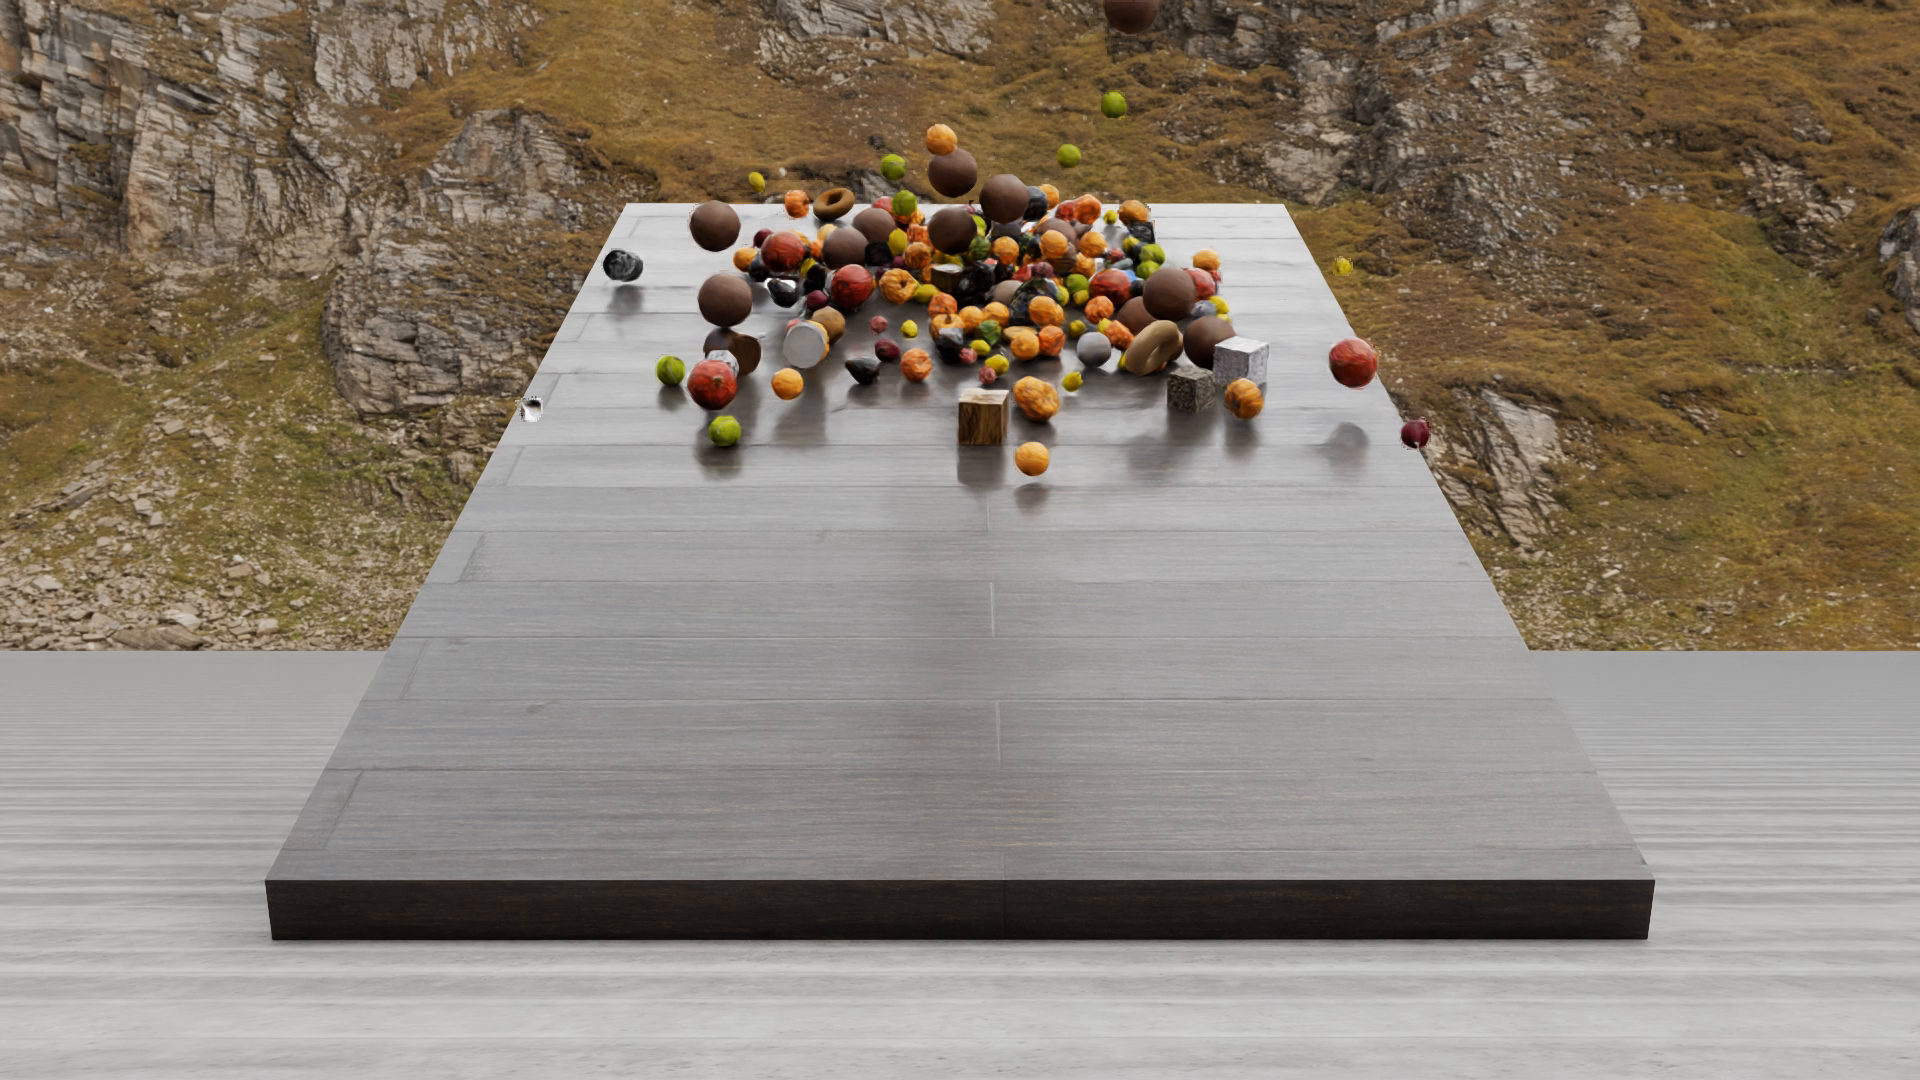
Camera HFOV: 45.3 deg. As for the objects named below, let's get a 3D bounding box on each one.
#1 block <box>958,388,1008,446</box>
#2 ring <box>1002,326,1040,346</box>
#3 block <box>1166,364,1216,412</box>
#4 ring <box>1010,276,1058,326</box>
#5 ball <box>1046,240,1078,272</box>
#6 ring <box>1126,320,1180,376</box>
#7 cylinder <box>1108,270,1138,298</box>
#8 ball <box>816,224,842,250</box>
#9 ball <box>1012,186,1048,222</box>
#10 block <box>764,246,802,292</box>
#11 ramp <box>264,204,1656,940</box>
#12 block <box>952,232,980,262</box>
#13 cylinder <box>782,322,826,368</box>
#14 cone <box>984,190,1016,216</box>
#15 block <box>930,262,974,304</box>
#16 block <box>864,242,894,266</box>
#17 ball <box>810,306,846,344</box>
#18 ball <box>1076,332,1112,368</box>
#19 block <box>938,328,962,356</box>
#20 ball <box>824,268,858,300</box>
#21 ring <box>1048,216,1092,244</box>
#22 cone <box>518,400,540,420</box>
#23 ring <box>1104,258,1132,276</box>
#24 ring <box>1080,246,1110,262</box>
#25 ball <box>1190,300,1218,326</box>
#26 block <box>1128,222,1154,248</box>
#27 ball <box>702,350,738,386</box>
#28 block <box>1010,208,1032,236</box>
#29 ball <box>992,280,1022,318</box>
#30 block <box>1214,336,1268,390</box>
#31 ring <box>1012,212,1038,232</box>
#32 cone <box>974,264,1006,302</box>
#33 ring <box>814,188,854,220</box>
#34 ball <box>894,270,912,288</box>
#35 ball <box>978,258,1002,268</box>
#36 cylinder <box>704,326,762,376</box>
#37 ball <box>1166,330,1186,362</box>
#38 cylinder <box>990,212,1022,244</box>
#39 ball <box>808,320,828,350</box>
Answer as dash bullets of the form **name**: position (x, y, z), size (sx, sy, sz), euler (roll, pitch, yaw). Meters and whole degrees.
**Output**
- **block**: position (0.051, -0.269, 5.035), size (0.095, 0.095, 0.095), euler (4, 23, 9)
- **ring**: position (0.150, -0.505, 5.698), size (0.094, 0.031, 0.094), euler (1, 22, -1)
- **block**: position (0.528, -0.345, 5.245), size (0.079, 0.079, 0.079), euler (19, 29, 38)
- **ring**: position (0.184, -0.596, 5.749), size (0.139, 0.139, 0.046), euler (-2, -28, 42)
- **ball**: position (0.267, -0.746, 6.049), size (0.086, 0.086, 0.086), euler (0, -3, 0)
- **ring**: position (0.436, -0.436, 5.215), size (0.050, 0.149, 0.149), euler (46, 18, 23)
- **cylinder**: position (0.430, -0.679, 6.077), size (0.062, 0.062, 0.062), euler (-1, 19, 25)
- **ball**: position (-0.370, -0.857, 6.504), size (0.070, 0.070, 0.070), euler (0, -3, 0)
- **ball**: position (0.196, -0.929, 6.361), size (0.099, 0.099, 0.099), euler (0, -3, 0)
- **block**: position (-0.469, -0.715, 6.076), size (0.082, 0.082, 0.082), euler (6, -21, -11)
- **ramp**: position (-0.007, -0.222, 5.177), size (2.000, 0.100, 4.000), euler (0, 22, 0)
- **block**: position (0.017, -0.812, 6.361), size (0.057, 0.057, 0.057), euler (10, -21, 18)
- **cylinder**: position (-0.362, -0.454, 5.350), size (0.097, 0.097, 0.097), euler (0, 11, -2)
- **cone**: position (0.119, -0.925, 6.517), size (0.096, 0.096, 0.096), euler (0, -40, 10)
- **block**: position (-0.020, -0.676, 6.049), size (0.080, 0.080, 0.080), euler (-20, 29, -40)
- **block**: position (-0.213, -0.749, 6.032), size (0.051, 0.051, 0.051), euler (-1, -9, -44)
- **ball**: position (-0.327, -0.530, 5.679), size (0.090, 0.090, 0.090), euler (0, -3, 0)
- **ball**: position (0.321, -0.456, 5.506), size (0.085, 0.085, 0.085), euler (0, -3, 0)
- **block**: position (-0.023, -0.482, 5.609), size (0.054, 0.054, 0.054), euler (1, 22, 2)
- **ball**: position (-0.312, -0.671, 6.029), size (0.085, 0.085, 0.085), euler (0, -3, 0)
- **ring**: position (0.312, -0.869, 6.512), size (0.137, 0.046, 0.137), euler (-27, 19, 10)
- **cone**: position (-0.954, -0.293, 5.037), size (0.050, 0.050, 0.050), euler (26, 13, 34)
- **ring**: position (0.417, -0.716, 6.036), size (0.080, 0.027, 0.080), euler (-26, 7, 3)
- **ring**: position (0.377, -0.798, 6.417), size (0.087, 0.029, 0.087), euler (-1, 23, 0)
- **ball**: position (0.617, -0.573, 5.819), size (0.067, 0.067, 0.067), euler (0, -3, 0)
- **block**: position (0.512, -0.861, 6.502), size (0.060, 0.060, 0.060), euler (-3, -8, -8)
- **ball**: position (-0.560, -0.401, 5.364), size (0.088, 0.088, 0.088), euler (0, -3, 0)
- **block**: position (0.171, -0.928, 6.678), size (0.071, 0.071, 0.071), euler (5, 23, 12)
- **ball**: position (0.131, -0.619, 5.890), size (0.096, 0.096, 0.096), euler (0, -3, 0)
- **block**: position (0.659, -0.415, 5.396), size (0.093, 0.093, 0.093), euler (16, 27, 33)
- **ring**: position (0.166, -0.892, 6.448), size (0.118, 0.039, 0.118), euler (-14, 25, 7)
- **cone**: position (0.072, -0.658, 6.051), size (0.096, 0.096, 0.096), euler (0, -42, 0)
- **ring**: position (-0.376, -1.000, 6.843), size (0.130, 0.130, 0.043), euler (-1, -46, 24)
- **ball**: position (-0.151, -0.698, 6.140), size (0.050, 0.050, 0.050), euler (0, -3, 0)
- **ball**: position (0.078, -0.714, 6.110), size (0.067, 0.067, 0.067), euler (0, -3, 0)
- **cylinder**: position (-0.541, -0.451, 5.469), size (0.099, 0.099, 0.099), euler (2, 16, -41)
- **ball**: position (0.505, -0.472, 5.553), size (0.081, 0.081, 0.081), euler (0, -3, 0)
- **cylinder**: position (0.127, -0.861, 6.335), size (0.076, 0.076, 0.076), euler (13, -4, -5)
- **ball**: position (-0.363, -0.488, 5.580), size (0.087, 0.087, 0.087), euler (0, -3, 0)
